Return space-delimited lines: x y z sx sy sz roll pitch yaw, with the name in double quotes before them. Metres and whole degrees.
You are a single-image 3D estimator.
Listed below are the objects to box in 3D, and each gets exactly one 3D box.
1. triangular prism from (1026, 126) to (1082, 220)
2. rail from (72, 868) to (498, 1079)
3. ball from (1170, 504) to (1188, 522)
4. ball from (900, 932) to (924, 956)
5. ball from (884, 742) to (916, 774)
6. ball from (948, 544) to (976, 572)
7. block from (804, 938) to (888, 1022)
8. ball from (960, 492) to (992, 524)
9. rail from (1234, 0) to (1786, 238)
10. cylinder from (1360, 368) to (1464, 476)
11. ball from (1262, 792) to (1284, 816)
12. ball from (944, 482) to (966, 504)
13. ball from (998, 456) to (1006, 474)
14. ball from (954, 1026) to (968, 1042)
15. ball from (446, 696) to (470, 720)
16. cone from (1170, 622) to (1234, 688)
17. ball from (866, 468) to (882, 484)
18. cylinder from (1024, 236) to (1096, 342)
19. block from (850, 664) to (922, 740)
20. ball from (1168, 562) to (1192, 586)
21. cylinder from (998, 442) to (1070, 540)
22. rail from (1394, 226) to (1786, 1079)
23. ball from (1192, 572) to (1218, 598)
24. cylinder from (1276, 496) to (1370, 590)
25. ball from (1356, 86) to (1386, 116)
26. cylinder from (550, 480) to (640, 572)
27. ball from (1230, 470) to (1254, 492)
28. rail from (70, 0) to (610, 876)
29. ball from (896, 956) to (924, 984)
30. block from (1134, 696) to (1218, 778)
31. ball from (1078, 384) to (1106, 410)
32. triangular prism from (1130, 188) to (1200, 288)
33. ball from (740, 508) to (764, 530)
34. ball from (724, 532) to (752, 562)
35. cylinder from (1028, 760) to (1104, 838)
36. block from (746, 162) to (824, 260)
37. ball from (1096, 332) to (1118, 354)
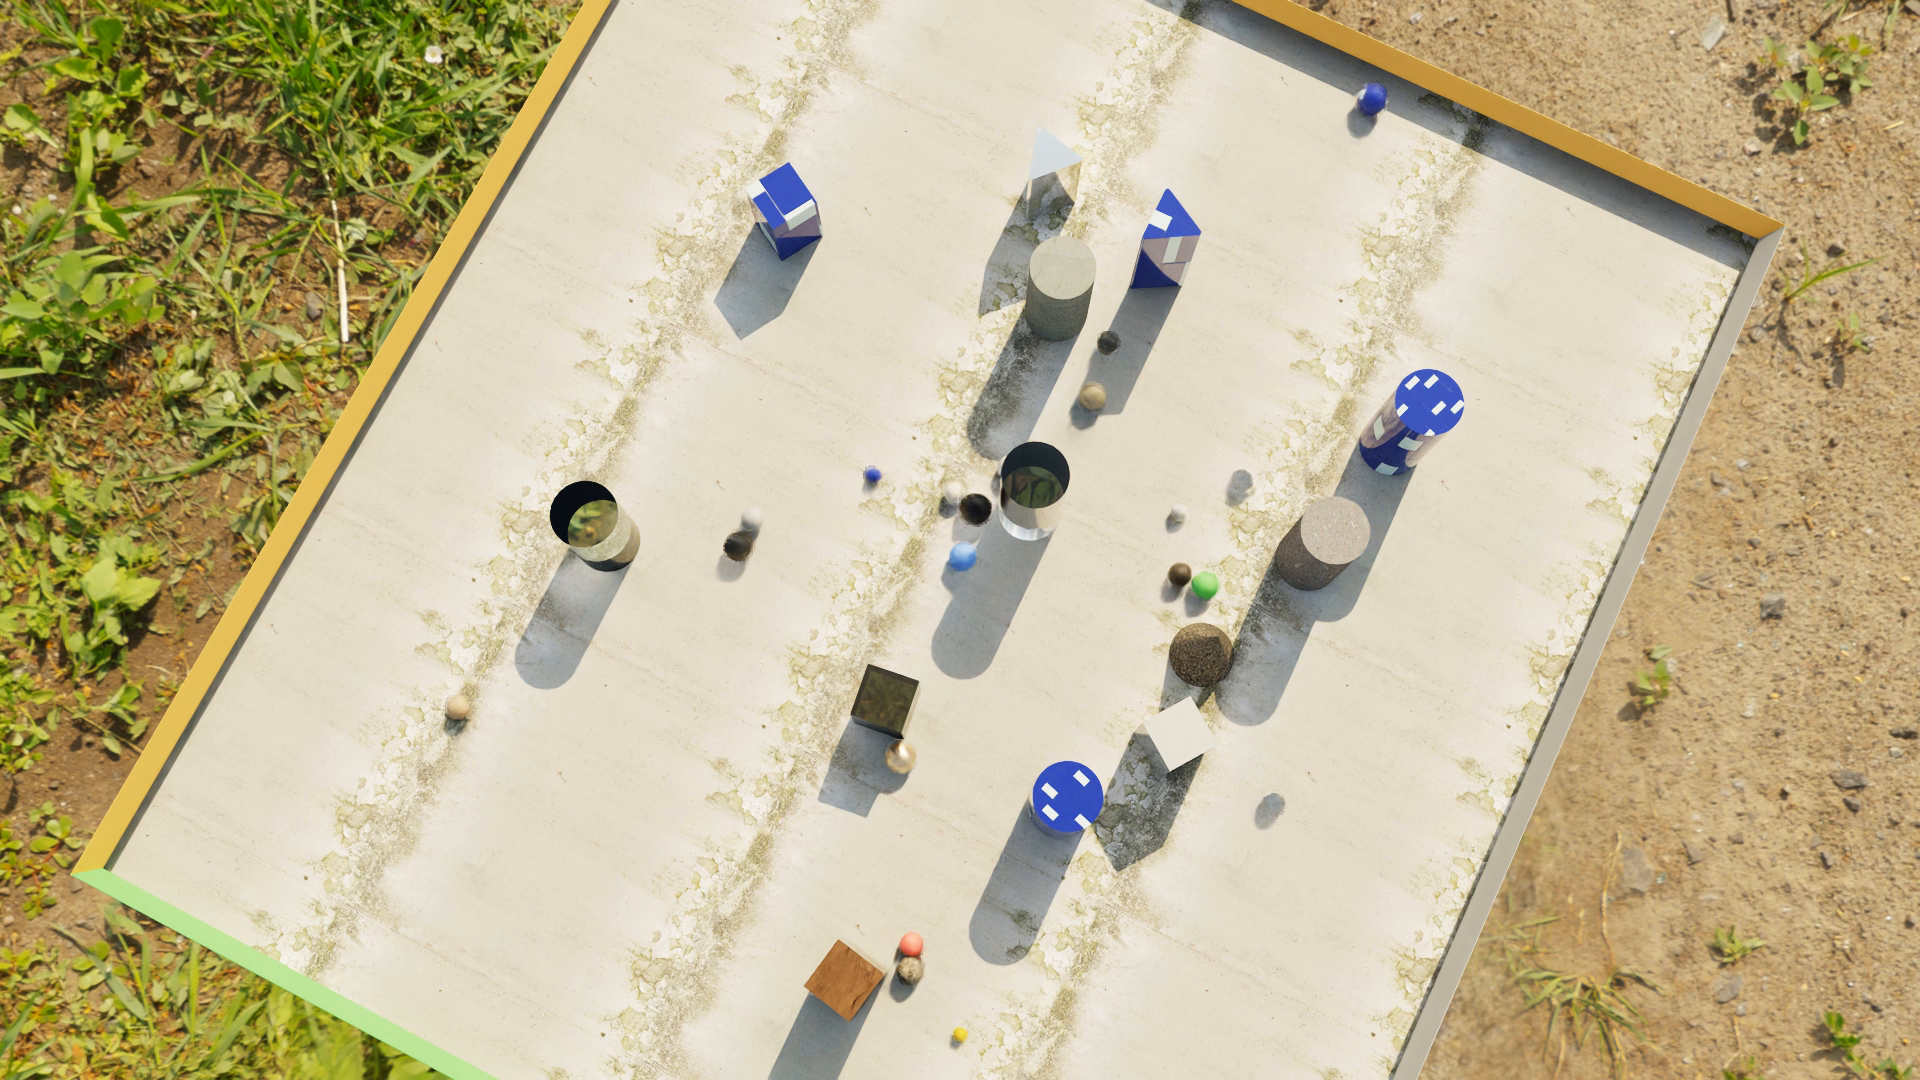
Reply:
"triangular prism" 0.264 -1.149 5.685 0.171 0.331 0.148 -21 79 -4
"rail" -0.900 1.769 5.184 3.704 0.128 0.045 26 80 5
"ball" 0.671 -0.084 5.607 0.053 0.053 0.053 0 78 0
"ball" -0.140 1.177 5.337 0.070 0.070 0.070 0 78 0
"ball" -0.178 0.646 5.436 0.093 0.093 0.093 0 78 0
"ball" 0.006 0.052 5.563 0.084 0.084 0.084 0 78 0
"block" -0.317 1.237 5.176 0.158 0.361 0.158 36 81 7
"ball" 0.049 -0.096 5.586 0.099 0.099 0.099 0 78 0
"rail" 0.900 -1.755 5.913 3.704 0.128 0.045 26 80 5
"cylinder" 1.335 -0.344 5.444 0.197 0.477 0.197 0 78 0
"ball" 0.926 0.780 5.421 0.068 0.068 0.068 0 78 0
"ball" -0.016 -0.144 5.613 0.065 0.065 0.065 0 78 0
"ball" 0.153 -0.222 5.623 0.077 0.077 0.077 0 78 0
"ball" 0.001 1.429 5.300 0.041 0.041 0.041 0 78 0
"ball" -1.499 0.502 5.477 0.070 0.070 0.070 0 78 0
"cone" 0.731 0.309 5.361 0.197 0.375 0.197 0 78 0
"ball" -0.265 -0.198 5.633 0.048 0.048 0.048 0 78 0
"cylinder" 0.302 -0.759 5.569 0.197 0.401 0.197 0 78 0
"block" -0.217 0.479 5.395 0.158 0.239 0.158 18 79 4
"ball" 0.667 0.104 5.558 0.073 0.073 0.073 0 78 0
"cylinder" 0.214 -0.140 5.418 0.197 0.445 0.197 0 78 0
"rail" 1.635 0.807 5.383 0.045 0.128 4.071 26 80 5
"ball" 0.742 0.137 5.546 0.082 0.082 0.082 0 78 0
"cylinder" 1.062 0.016 5.395 0.197 0.428 0.197 0 78 0
"ball" 1.315 -1.406 5.859 0.094 0.094 0.094 0 78 0
"cylinder" -1.077 -0.037 5.433 0.197 0.375 0.197 0 78 0
"ball" 0.864 -0.182 5.619 0.070 0.070 0.070 0 78 0
"rail" -1.635 -0.794 5.714 0.045 0.128 4.071 26 80 5
"ball" -0.145 1.249 5.318 0.079 0.079 0.079 0 78 0
"block" 0.626 0.579 5.350 0.158 0.288 0.158 -28 80 -6
"ball" 0.408 -0.441 5.666 0.083 0.083 0.083 0 78 0
"triangular prism" 0.615 -0.918 5.584 0.171 0.436 0.148 -4 78 -1
"ball" -0.635 -0.064 5.594 0.070 0.070 0.070 0 78 0
"ball" -0.675 0.020 5.567 0.089 0.089 0.089 0 78 0
"cylinder" 0.299 0.749 5.266 0.197 0.383 0.197 0 78 0
"block" -0.542 -1.017 5.687 0.158 0.273 0.158 -33 80 -6
"ball" 0.459 -0.611 5.708 0.069 0.069 0.069 0 78 0
